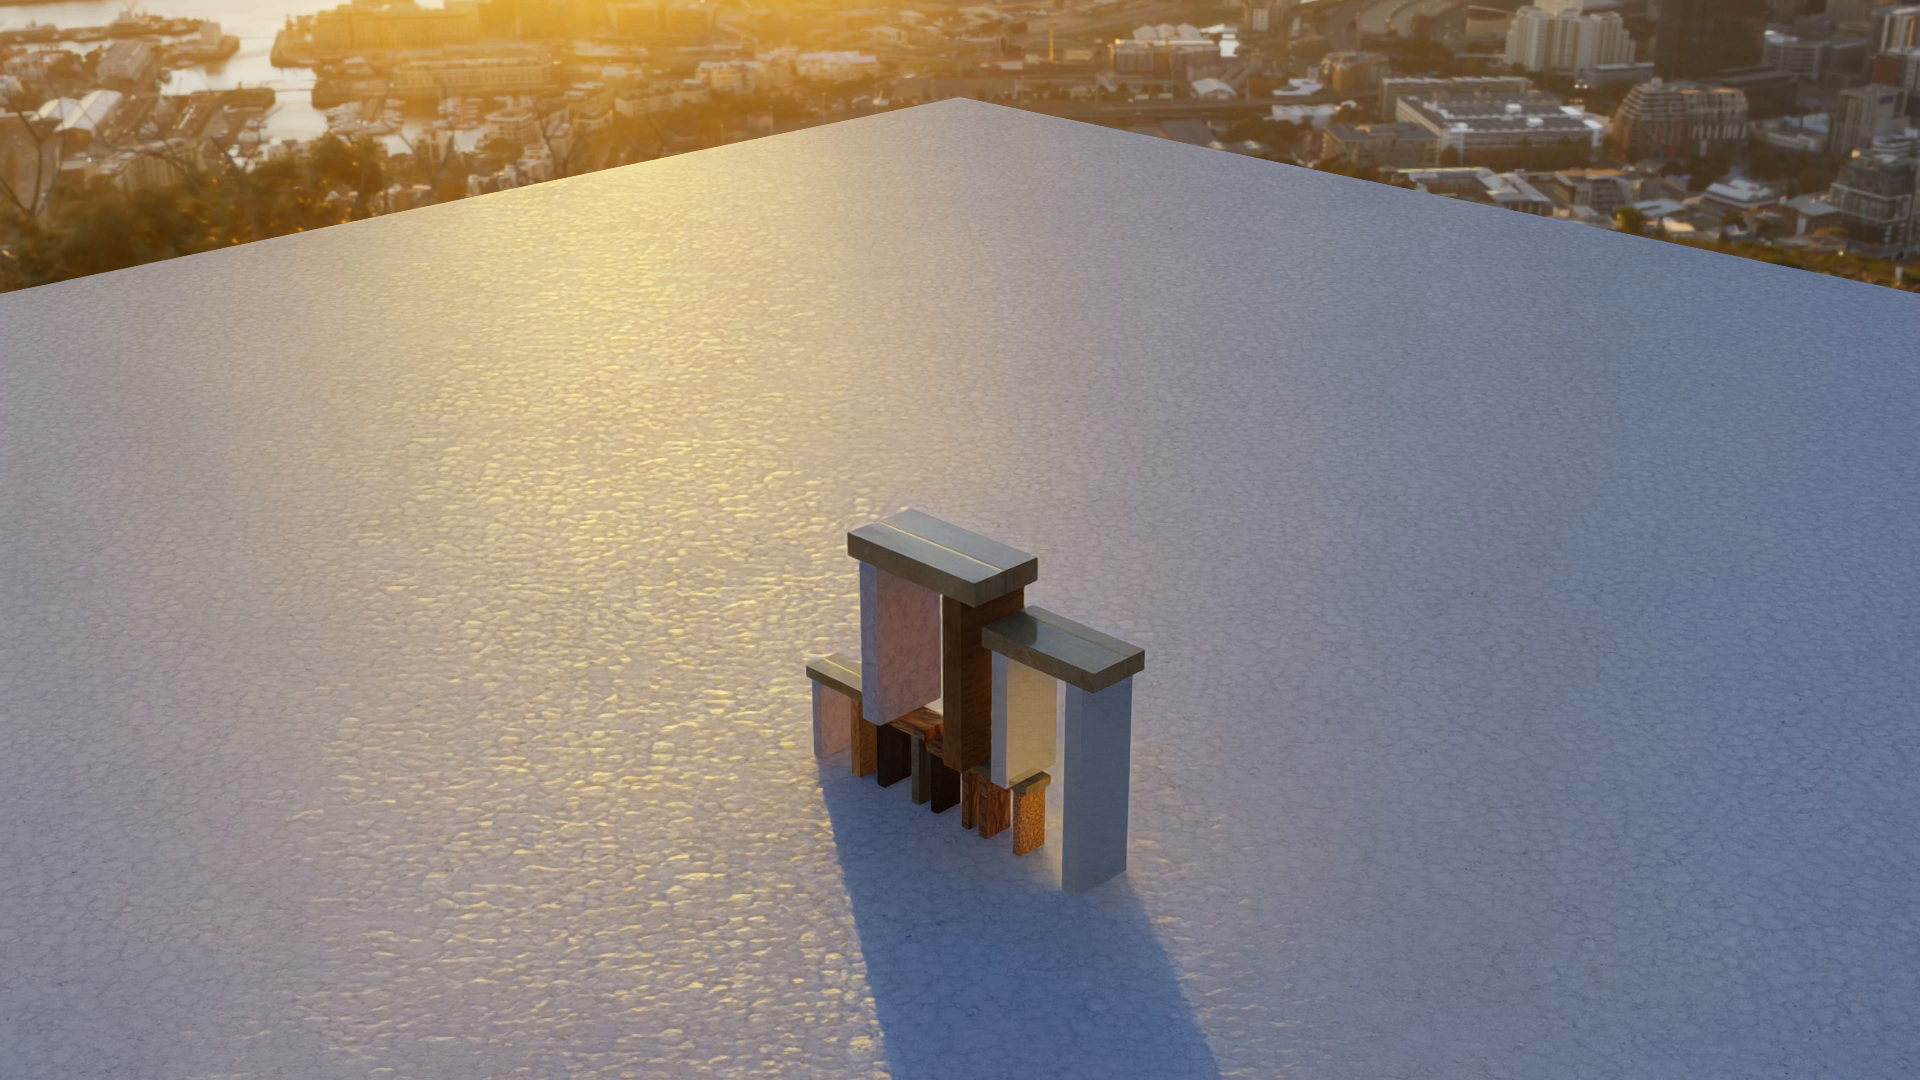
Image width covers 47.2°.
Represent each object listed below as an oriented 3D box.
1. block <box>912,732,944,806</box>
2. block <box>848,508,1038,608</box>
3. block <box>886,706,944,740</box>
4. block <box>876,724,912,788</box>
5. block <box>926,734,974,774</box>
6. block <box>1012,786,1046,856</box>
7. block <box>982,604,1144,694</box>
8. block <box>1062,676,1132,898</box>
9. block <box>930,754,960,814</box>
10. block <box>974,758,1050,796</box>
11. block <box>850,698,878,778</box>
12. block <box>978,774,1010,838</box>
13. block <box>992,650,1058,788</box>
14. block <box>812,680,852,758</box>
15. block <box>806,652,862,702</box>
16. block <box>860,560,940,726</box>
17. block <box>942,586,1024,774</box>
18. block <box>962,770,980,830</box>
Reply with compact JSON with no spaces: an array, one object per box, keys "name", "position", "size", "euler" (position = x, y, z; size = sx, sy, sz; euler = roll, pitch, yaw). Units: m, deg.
[{"name":"block","position":[-0.064,0.457,4.487],"size":[0.022,0.154,0.077],"euler":[21,31,41]},{"name":"block","position":[-0.036,0.031,4.279],"size":[0.349,0.049,0.175],"euler":[21,31,40]},{"name":"block","position":[-0.101,0.362,4.485],"size":[0.154,0.022,0.077],"euler":[20,30,40]},{"name":"block","position":[-0.136,0.428,4.554],"size":[0.022,0.154,0.077],"euler":[21,31,41]},{"name":"block","position":[0.002,0.425,4.397],"size":[0.132,0.019,0.066],"euler":[21,31,41]},{"name":"block","position":[0.135,0.543,4.303],"size":[0.070,0.140,0.020],"euler":[-21,31,-41]},{"name":"block","position":[0.191,0.201,4.104],"size":[0.283,0.040,0.141],"euler":[21,31,41]},{"name":"block","position":[0.258,0.449,4.137],"size":[0.040,0.442,0.141],"euler":[21,31,41]},{"name":"block","position":[-0.029,0.482,4.455],"size":[0.019,0.132,0.066],"euler":[21,31,41]},{"name":"block","position":[0.102,0.457,4.302],"size":[0.140,0.020,0.070],"euler":[21,31,40]},{"name":"block","position":[-0.186,0.398,4.593],"size":[0.025,0.179,0.090],"euler":[21,31,41]},{"name":"block","position":[0.069,0.517,4.363],"size":[0.020,0.140,0.070],"euler":[21,31,41]},{"name":"block","position":[0.124,0.324,4.228],"size":[0.040,0.283,0.141],"euler":[21,31,40]},{"name":"block","position":[-0.270,0.365,4.671],"size":[0.025,0.179,0.090],"euler":[21,31,41]},{"name":"block","position":[-0.228,0.288,4.592],"size":[0.179,0.025,0.090],"euler":[21,31,41]},{"name":"block","position":[-0.119,0.183,4.432],"size":[0.049,0.349,0.175],"euler":[21,31,40]},{"name":"block","position":[0.046,0.255,4.285],"size":[0.049,0.366,0.175],"euler":[21,31,40]},{"name":"block","position":[0.034,0.507,4.397],"size":[0.019,0.132,0.066],"euler":[21,31,41]}]
